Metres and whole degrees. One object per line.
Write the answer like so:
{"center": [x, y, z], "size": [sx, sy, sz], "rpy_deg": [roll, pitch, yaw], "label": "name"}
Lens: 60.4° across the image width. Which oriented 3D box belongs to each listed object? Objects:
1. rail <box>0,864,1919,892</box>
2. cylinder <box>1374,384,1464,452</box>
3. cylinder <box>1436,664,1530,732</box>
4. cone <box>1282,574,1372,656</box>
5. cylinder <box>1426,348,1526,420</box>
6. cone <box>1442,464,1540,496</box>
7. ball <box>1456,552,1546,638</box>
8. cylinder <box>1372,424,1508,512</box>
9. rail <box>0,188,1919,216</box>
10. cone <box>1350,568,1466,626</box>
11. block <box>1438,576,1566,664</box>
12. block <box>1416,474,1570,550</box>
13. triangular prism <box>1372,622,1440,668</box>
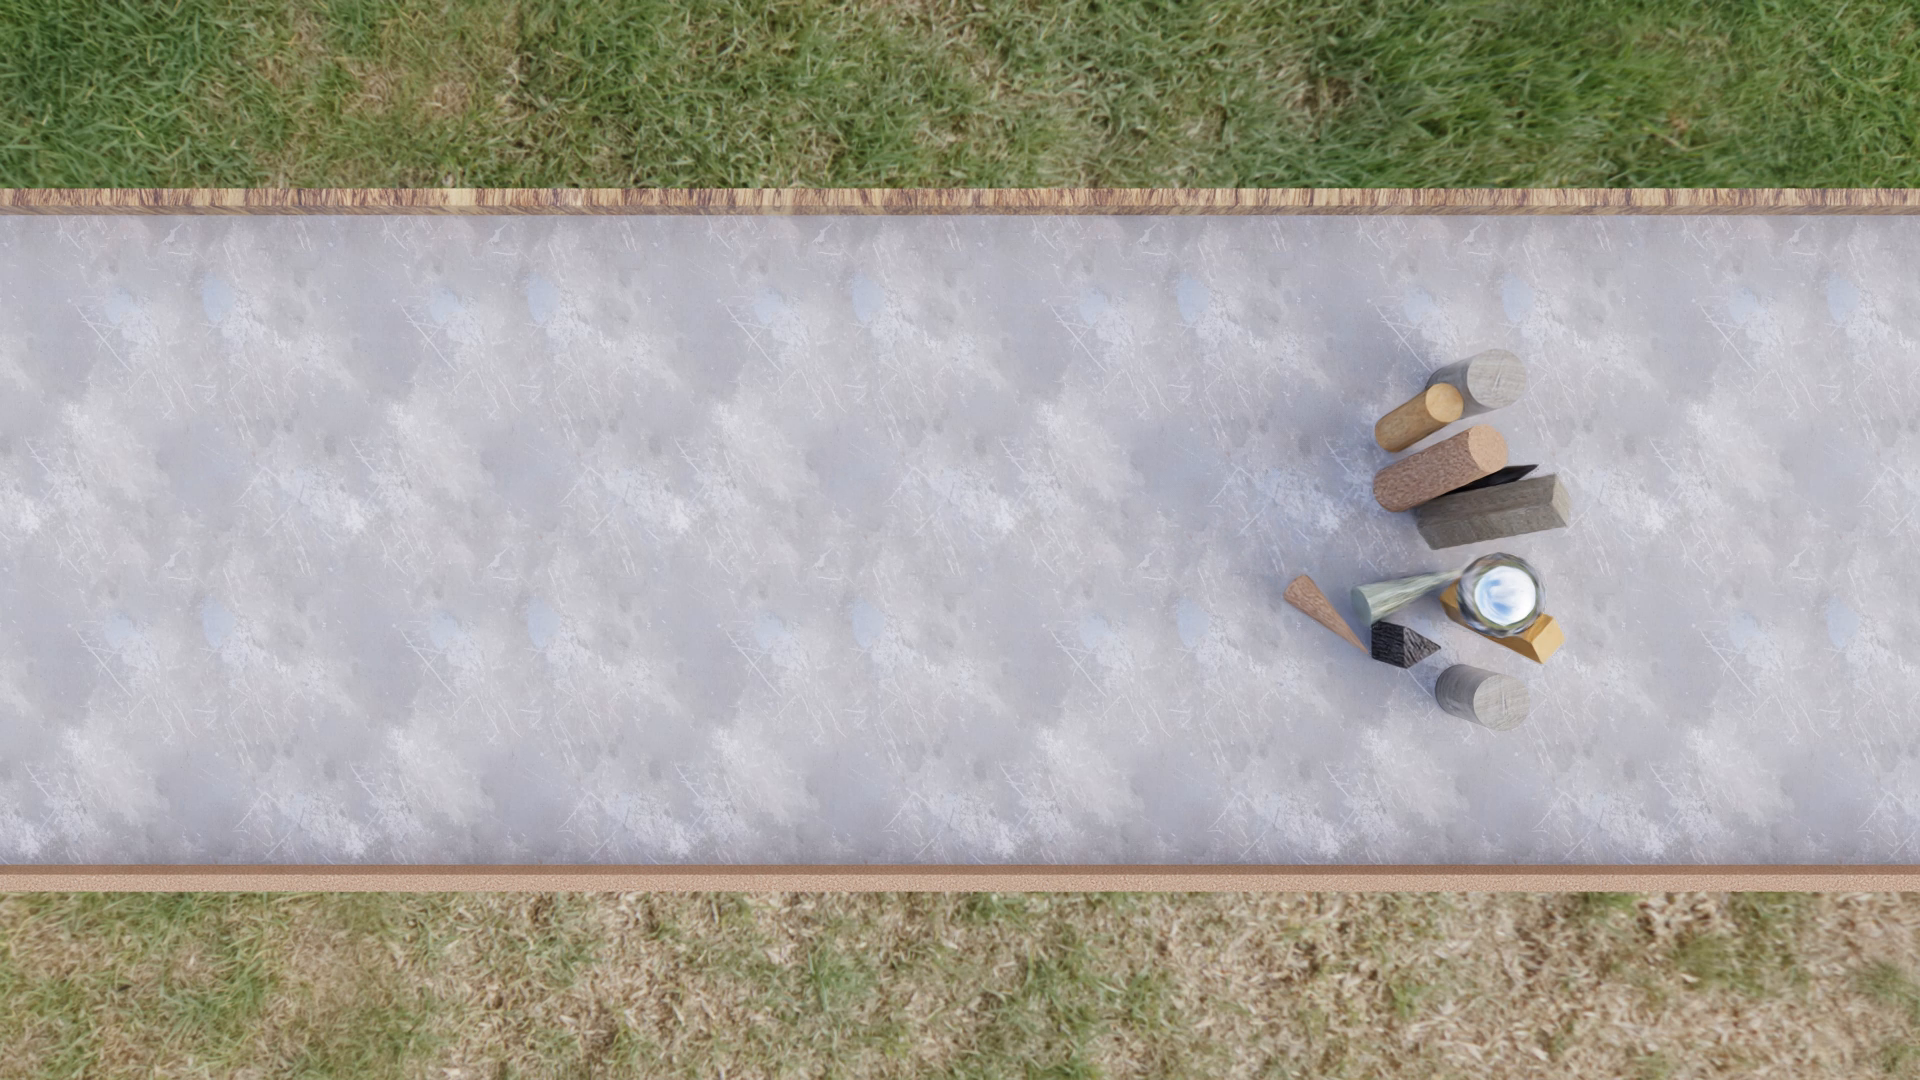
{"center": [-2.247, 1.025, 5.001], "size": [12.000, 0.150, 0.050], "rpy_deg": [0, 90, 0], "label": "rail"}
{"center": [1.361, -0.360, 4.902], "size": [0.119, 0.330, 0.119], "rpy_deg": [3, 77, -11], "label": "cylinder"}
{"center": [1.543, 0.464, 4.886], "size": [0.162, 0.381, 0.162], "rpy_deg": [0, 90, 0], "label": "cylinder"}
{"center": [1.121, 0.244, 4.951], "size": [0.103, 0.103, 0.323], "rpy_deg": [-44, 60, 0], "label": "cone"}
{"center": [1.520, -0.455, 4.878], "size": [0.171, 0.392, 0.171], "rpy_deg": [0, 89, -1], "label": "cylinder"}
{"center": [1.599, -0.180, 4.890], "size": [0.143, 0.345, 0.143], "rpy_deg": [6, 75, -23], "label": "cone"}
{"center": [1.546, 0.157, 4.717], "size": [0.243, 0.243, 0.243], "rpy_deg": [0, 90, 0], "label": "ball"}
{"center": [1.408, -0.207, 4.860], "size": [0.143, 0.418, 0.143], "rpy_deg": [8, 71, -24], "label": "cylinder"}
{"center": [-2.247, -1.025, 5.002], "size": [12.000, 0.150, 0.050], "rpy_deg": [0, 90, 0], "label": "rail"}
{"center": [1.395, 0.143, 5.044], "size": [0.380, 0.128, 0.128], "rpy_deg": [-19, 90, -10], "label": "cone"}
{"center": [1.601, 0.234, 4.887], "size": [0.102, 0.368, 0.102], "rpy_deg": [-44, 124, -9], "label": "block"}
{"center": [1.575, -0.080, 4.880], "size": [0.110, 0.416, 0.110], "rpy_deg": [46, 49, -33], "label": "block"}
{"center": [1.296, 0.292, 4.893], "size": [0.119, 0.365, 0.103], "rpy_deg": [-31, 91, 0], "label": "triangular prism"}
